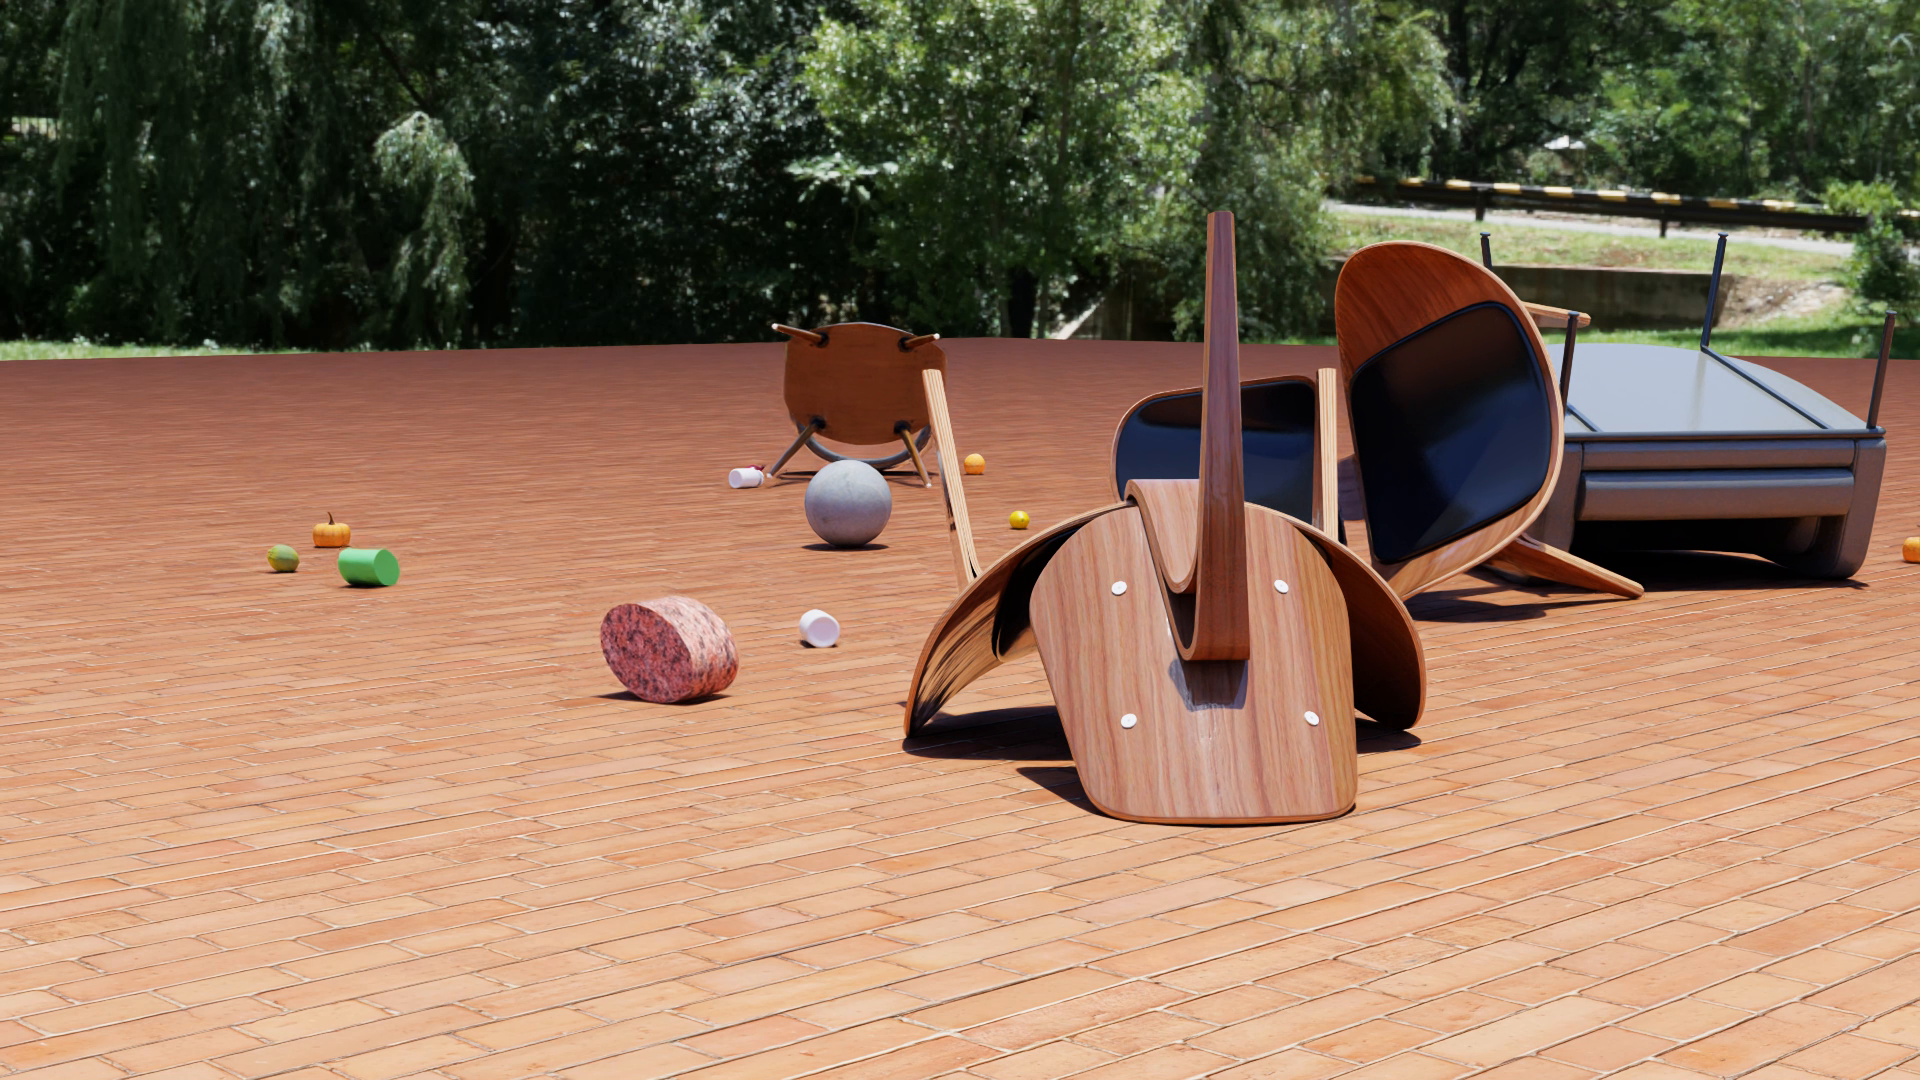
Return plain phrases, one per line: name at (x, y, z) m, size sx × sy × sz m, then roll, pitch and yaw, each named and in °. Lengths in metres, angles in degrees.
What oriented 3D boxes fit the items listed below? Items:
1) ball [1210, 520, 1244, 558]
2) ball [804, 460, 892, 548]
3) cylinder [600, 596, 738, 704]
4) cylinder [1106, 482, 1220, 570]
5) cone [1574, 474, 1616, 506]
ball at (0.622, -0.004, 6.011) m, size 0.090 × 0.090 × 0.090 m, roll 0°, pitch 6°, yaw 0°
ball at (-0.271, -0.089, 6.230) m, size 0.213 × 0.213 × 0.213 m, roll 0°, pitch 6°, yaw 0°
cylinder at (-0.455, 0.170, 4.019) m, size 0.191 × 0.137 × 0.122 m, roll 36°, pitch 22°, yaw 22°
cylinder at (0.460, -0.034, 5.809) m, size 0.160 × 0.181 × 0.213 m, roll -6°, pitch -27°, yaw -47°
cone at (1.794, -0.120, 7.353) m, size 0.095 × 0.101 × 0.157 m, roll -31°, pitch 18°, yaw -12°
